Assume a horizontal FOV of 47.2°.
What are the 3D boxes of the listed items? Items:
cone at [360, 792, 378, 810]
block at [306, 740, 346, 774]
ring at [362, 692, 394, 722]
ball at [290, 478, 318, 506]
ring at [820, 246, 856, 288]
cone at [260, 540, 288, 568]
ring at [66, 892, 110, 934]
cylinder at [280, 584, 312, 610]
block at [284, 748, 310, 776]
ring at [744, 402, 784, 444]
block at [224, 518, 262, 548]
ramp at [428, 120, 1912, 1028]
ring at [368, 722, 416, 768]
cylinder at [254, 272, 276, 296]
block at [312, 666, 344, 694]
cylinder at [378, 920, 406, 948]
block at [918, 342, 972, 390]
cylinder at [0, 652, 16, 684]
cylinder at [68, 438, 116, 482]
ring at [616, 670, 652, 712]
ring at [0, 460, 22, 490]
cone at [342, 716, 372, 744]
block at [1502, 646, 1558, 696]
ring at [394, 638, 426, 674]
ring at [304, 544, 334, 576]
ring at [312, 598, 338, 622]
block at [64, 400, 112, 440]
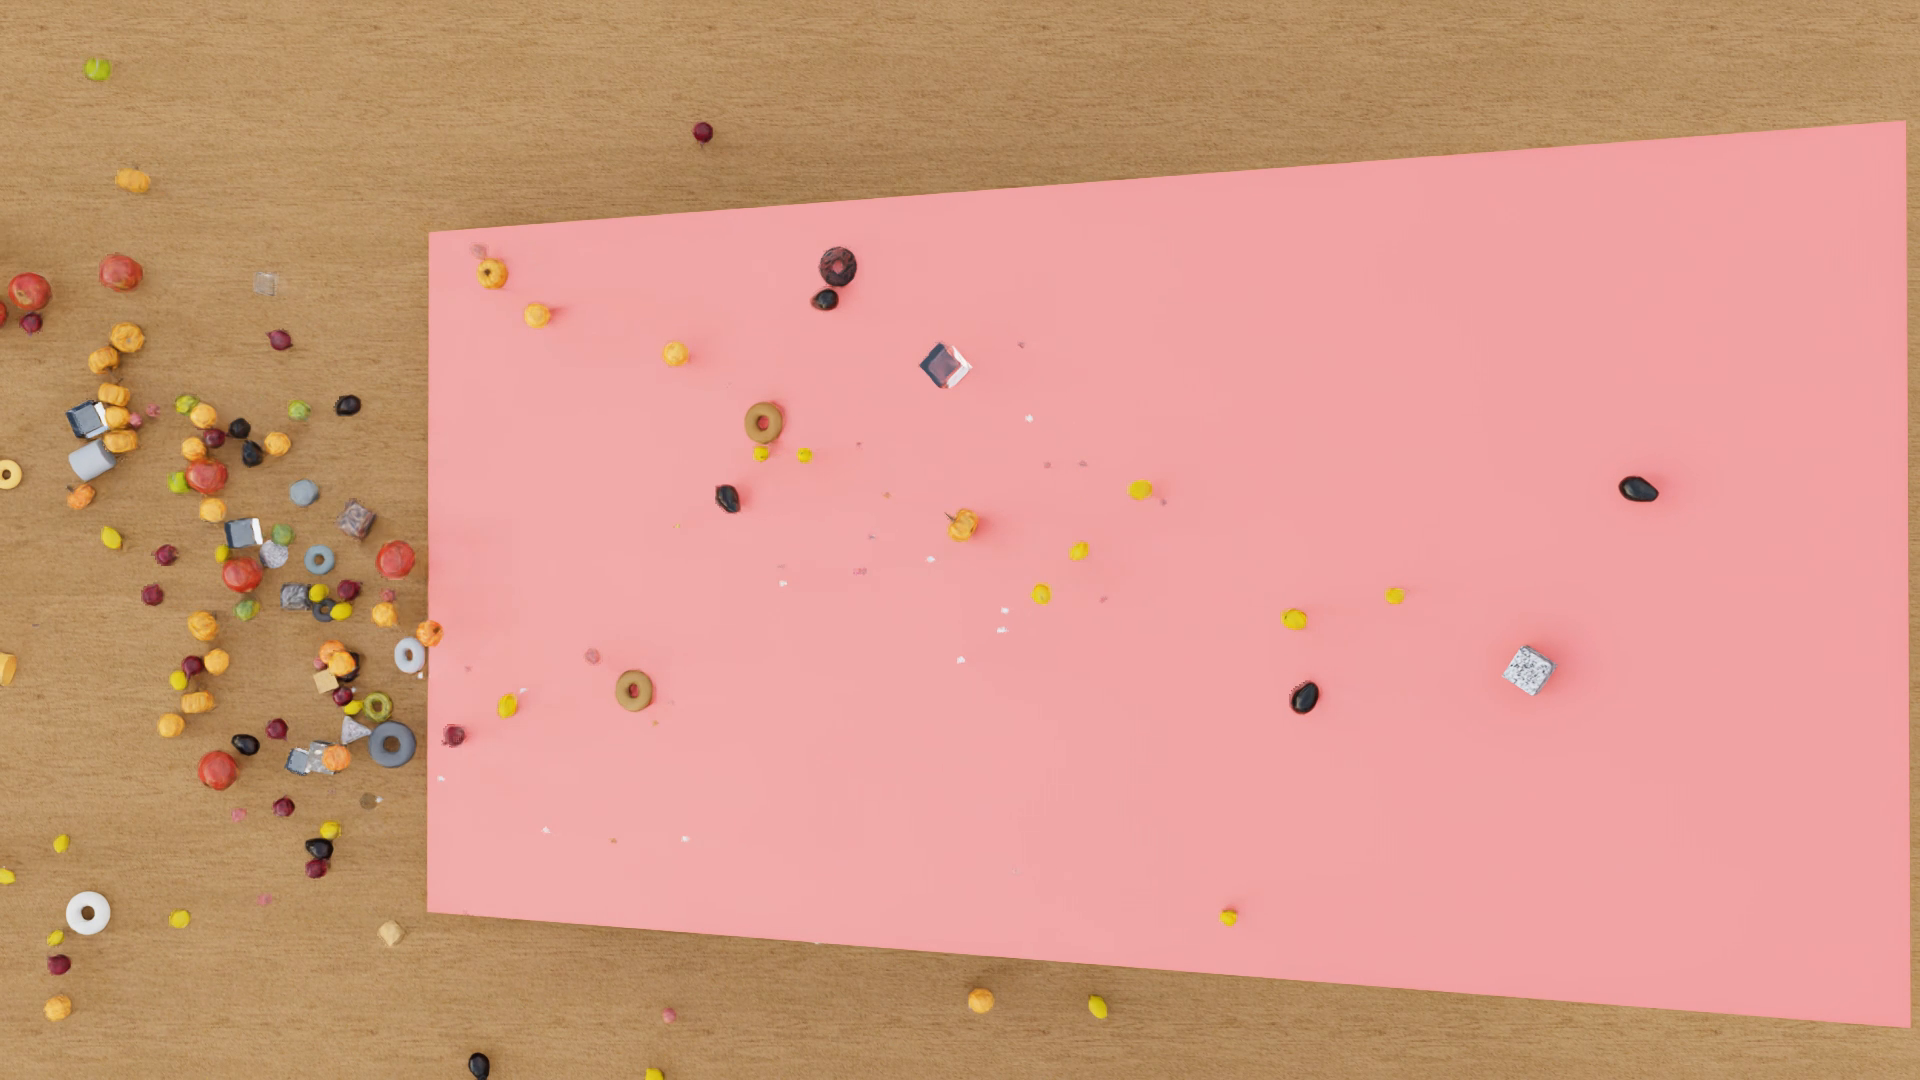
[{"bbox_3d":[-1.763,0.779,6.527,0.055,0.055,0.055,0,89,0],"label":"cone"},{"bbox_3d":[-1.879,0.644,6.515,0.082,0.082,0.082,11,89,0],"label":"block"},{"bbox_3d":[-1.733,0.496,6.543,0.093,0.031,0.093,0,88,1],"label":"ring"},{"bbox_3d":[-1.945,-0.141,6.525,0.082,0.082,0.082,0,89,0],"label":"ball"},{"bbox_3d":[-0.328,-0.734,5.912,0.109,0.036,0.109,0,91,24],"label":"ring"},{"bbox_3d":[-2.048,0.041,6.520,0.087,0.087,0.087,0,89,0],"label":"cone"},{"bbox_3d":[-2.588,1.108,6.529,0.129,0.043,0.129,0,88,0],"label":"ring"},{"bbox_3d":[-1.970,0.171,6.524,0.074,0.074,0.074,2,89,0],"label":"cylinder"},{"bbox_3d":[-1.958,0.657,6.526,0.061,0.061,0.061,20,89,0],"label":"block"},{"bbox_3d":[-0.535,-0.320,5.998,0.116,0.039,0.116,0,90,23],"label":"ring"},{"bbox_3d":[-2.126,-0.021,6.525,0.078,0.078,0.078,-10,89,0],"label":"block"},{"bbox_3d":[0.283,0.083,5.705,4.000,0.100,2.000,0,89,24],"label":"ramp"},{"bbox_3d":[-1.688,0.608,6.533,0.141,0.047,0.141,0,90,-4],"label":"ring"},{"bbox_3d":[-2.067,-0.760,6.539,0.058,0.058,0.058,13,102,0],"label":"cylinder"},{"bbox_3d":[-1.874,0.416,6.529,0.060,0.060,0.060,-20,89,0],"label":"block"},{"bbox_3d":[-1.682,1.165,6.515,0.058,0.058,0.058,-44,77,0],"label":"cylinder"},{"bbox_3d":[-0.038,-0.455,5.754,0.082,0.082,0.082,-46,73,17],"label":"block"},{"bbox_3d":[-2.860,0.375,6.516,0.087,0.087,0.087,13,89,0],"label":"cylinder"},{"bbox_3d":[-2.573,-0.237,6.520,0.094,0.094,0.094,-30,89,0],"label":"cylinder"},{"bbox_3d":[-0.912,0.423,6.156,0.117,0.039,0.117,0,90,23],"label":"ring"},{"bbox_3d":[-2.840,-0.195,6.552,0.088,0.029,0.088,0,88,1],"label":"ring"},{"bbox_3d":[-1.784,0.569,6.537,0.088,0.088,0.088,7,89,-27],"label":"cone"},{"bbox_3d":[1.331,0.304,5.136,0.083,0.083,0.083,35,103,20],"label":"block"},{"bbox_3d":[-1.621,0.340,6.480,0.108,0.036,0.108,0,90,28],"label":"ring"},{"bbox_3d":[-1.907,0.059,6.548,0.092,0.031,0.092,0,88,1],"label":"ring"},{"bbox_3d":[-1.891,0.209,6.548,0.075,0.025,0.075,0,86,2],"label":"ring"},{"bbox_3d":[-2.586,-0.357,6.527,0.083,0.083,0.083,-26,89,0],"label":"block"}]
